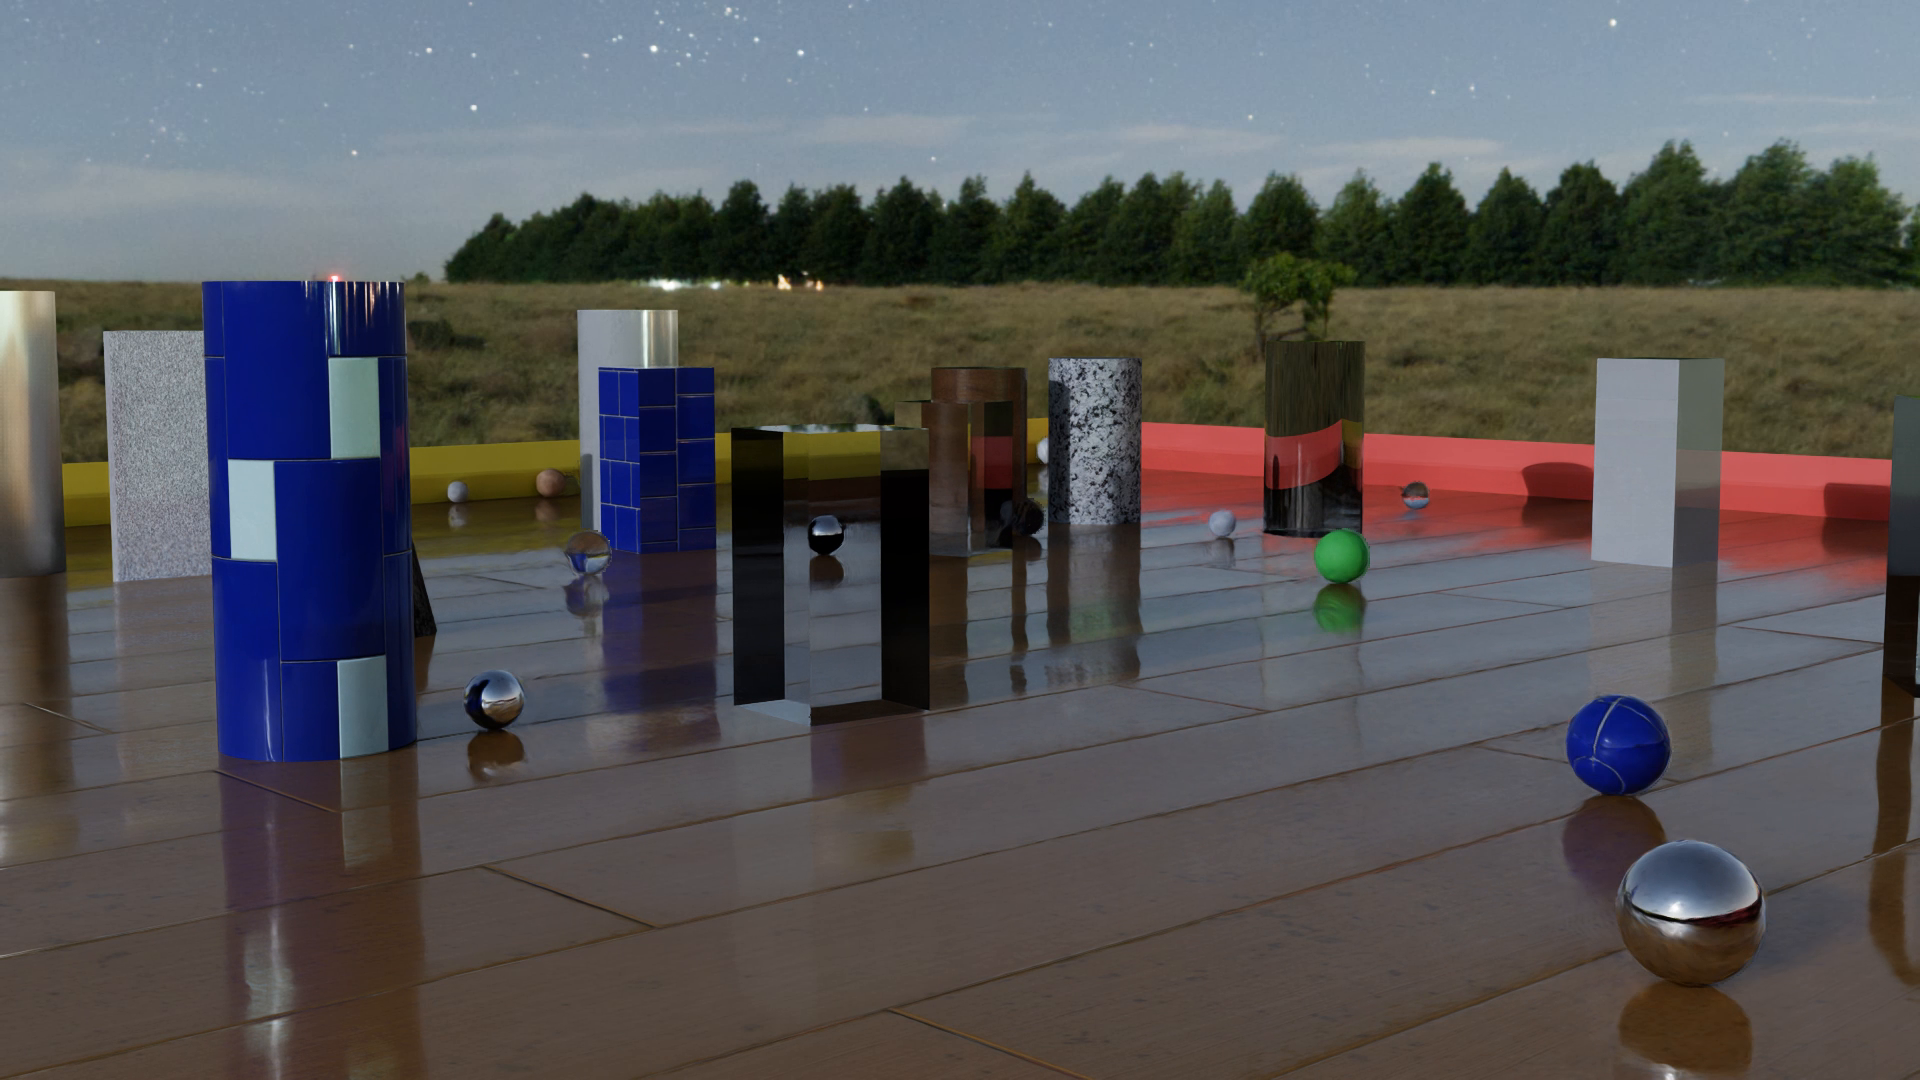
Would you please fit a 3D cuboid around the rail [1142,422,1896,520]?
[{"bbox_3d":[1.711,-0.130,4.902,0.045,0.128,4.290,-5,8,-42],"label":"rail"}]

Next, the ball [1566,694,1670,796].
[{"bbox_3d":[0.606,0.189,2.026,0.093,0.093,0.093,0,6,0],"label":"ball"}]

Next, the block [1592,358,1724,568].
[{"bbox_3d":[1.242,-0.143,3.914,0.158,0.360,0.158,-6,8,-43],"label":"block"}]

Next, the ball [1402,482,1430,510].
[{"bbox_3d":[1.023,-0.099,4.927,0.062,0.062,0.062,0,6,0],"label":"ball"}]

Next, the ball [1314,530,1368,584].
[{"bbox_3d":[0.624,0.027,3.599,0.088,0.088,0.088,0,6,0],"label":"ball"}]

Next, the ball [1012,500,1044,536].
[{"bbox_3d":[0.130,-0.045,4.366,0.071,0.071,0.071,0,6,0],"label":"ball"}]

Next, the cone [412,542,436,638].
[{"bbox_3d":[-0.827,-0.082,3.029,0.198,0.423,0.198,0,6,0],"label":"cone"}]

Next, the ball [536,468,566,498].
[{"bbox_3d":[-0.978,-0.136,5.246,0.070,0.070,0.070,0,6,0],"label":"ball"}]

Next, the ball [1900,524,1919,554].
[{"bbox_3d":[1.757,-0.002,4.039,0.054,0.054,0.054,0,6,0],"label":"ball"}]

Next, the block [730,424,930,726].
[{"bbox_3d":[-0.145,0.032,2.455,0.158,0.315,0.158,-4,7,-37],"label":"block"}]

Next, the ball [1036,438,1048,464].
[{"bbox_3d":[0.262,-0.258,6.370,0.080,0.080,0.080,0,6,0],"label":"ball"}]

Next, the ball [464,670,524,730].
[{"bbox_3d":[-0.497,0.170,2.345,0.064,0.064,0.064,0,6,0],"label":"ball"}]

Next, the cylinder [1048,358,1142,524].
[{"bbox_3d":[0.286,-0.214,4.670,0.198,0.344,0.198,0,6,0],"label":"cylinder"}]

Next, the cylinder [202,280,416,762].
[{"bbox_3d":[-0.664,-0.026,2.250,0.198,0.473,0.198,0,6,0],"label":"cylinder"}]

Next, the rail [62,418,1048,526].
[{"bbox_3d":[-1.439,-0.128,4.883,4.704,0.128,0.045,-5,8,-42],"label":"rail"}]

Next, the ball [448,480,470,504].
[{"bbox_3d":[-1.162,-0.112,5.100,0.053,0.053,0.053,0,6,0],"label":"ball"}]

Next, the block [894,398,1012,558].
[{"bbox_3d":[-0.011,-0.118,4.077,0.158,0.278,0.158,4,7,32],"label":"block"}]

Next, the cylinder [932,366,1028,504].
[{"bbox_3d":[0.039,-0.190,4.526,0.198,0.327,0.198,0,6,0],"label":"cylinder"}]

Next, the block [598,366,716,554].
[{"bbox_3d":[-0.568,-0.154,4.126,0.158,0.339,0.158,-4,7,-36],"label":"block"}]

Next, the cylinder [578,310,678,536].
[{"bbox_3d":[-0.659,-0.234,4.379,0.198,0.446,0.198,0,6,0],"label":"cylinder"}]

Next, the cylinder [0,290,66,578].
[{"bbox_3d":[-1.633,-0.182,3.732,0.198,0.476,0.198,0,6,0],"label":"cylinder"}]

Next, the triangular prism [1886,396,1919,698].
[{"bbox_3d":[1.161,0.002,2.614,0.171,0.342,0.148,-2,6,-19],"label":"triangular prism"}]

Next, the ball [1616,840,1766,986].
[{"bbox_3d":[0.484,0.247,1.457,0.095,0.095,0.095,0,6,0],"label":"ball"}]

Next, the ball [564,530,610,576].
[{"bbox_3d":[-0.629,0.022,3.711,0.075,0.075,0.075,0,6,0],"label":"ball"}]

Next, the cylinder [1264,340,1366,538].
[{"bbox_3d":[0.709,-0.205,4.404,0.198,0.383,0.198,0,6,0],"label":"cylinder"}]

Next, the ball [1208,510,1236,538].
[{"bbox_3d":[0.515,-0.031,4.326,0.053,0.053,0.053,0,6,0],"label":"ball"}]

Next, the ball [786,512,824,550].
[{"bbox_3d":[-0.288,-0.015,4.087,0.071,0.071,0.071,0,6,0],"label":"ball"}]

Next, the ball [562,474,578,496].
[{"bbox_3d":[-0.945,-0.132,5.302,0.051,0.051,0.051,0,6,0],"label":"ball"}]

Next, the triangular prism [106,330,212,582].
[{"bbox_3d":[-1.373,-0.147,3.713,0.171,0.410,0.148,-5,8,-40],"label":"triangular prism"}]
